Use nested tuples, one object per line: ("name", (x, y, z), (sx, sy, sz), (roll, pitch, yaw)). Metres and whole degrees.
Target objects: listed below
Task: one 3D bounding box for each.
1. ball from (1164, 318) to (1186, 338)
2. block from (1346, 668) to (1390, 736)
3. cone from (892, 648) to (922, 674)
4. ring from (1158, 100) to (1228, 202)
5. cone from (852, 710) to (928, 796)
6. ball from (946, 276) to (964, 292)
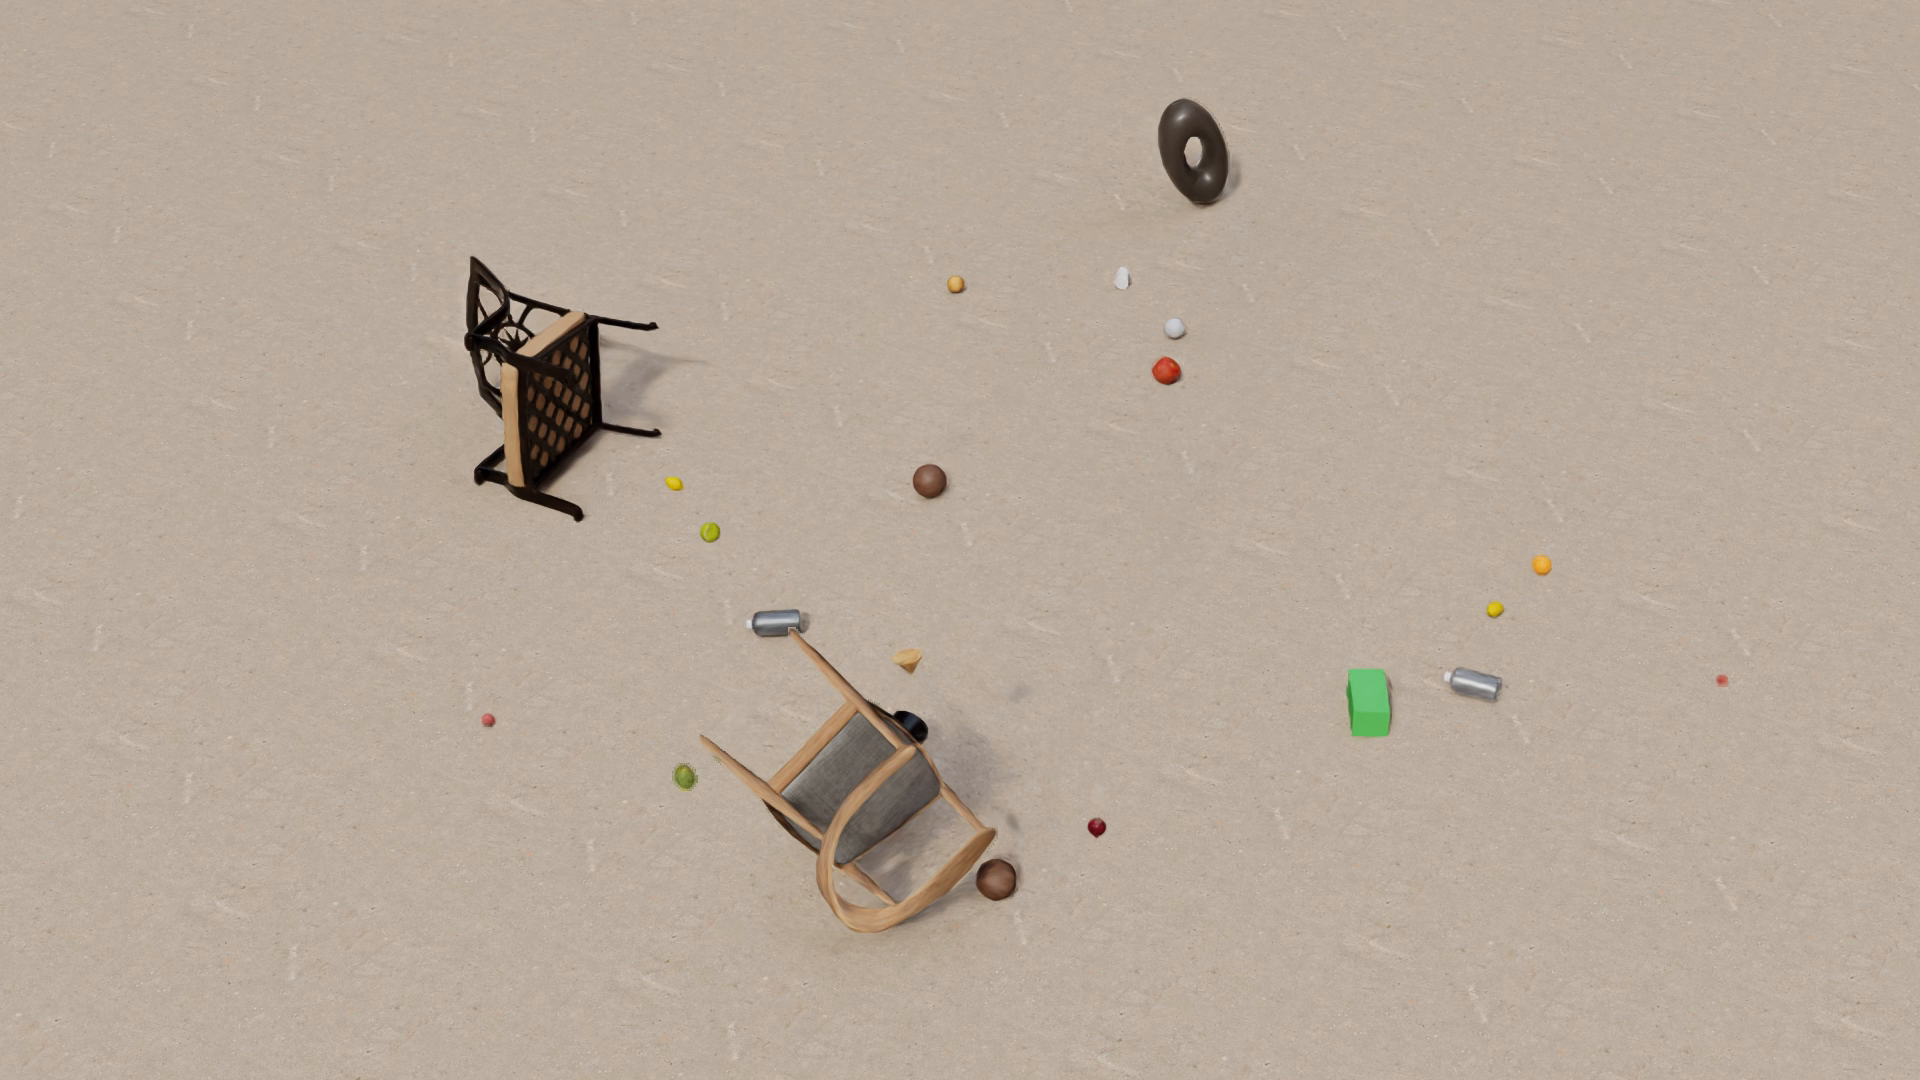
("ball", (0.893, -0.882, 12.204), (0.088, 0.088, 0.088), (0, 33, 0))
("block", (1.393, 0.554, 10.011), (0.121, 0.102, 0.249), (1, 33, 2))
("cone", (-0.151, 0.379, 8.851), (0.093, 0.065, 0.095), (-27, 30, -28))
("ring", (1.042, -1.736, 13.100), (0.291, 0.535, 0.178), (-26, 39, -5))
("cone", (-0.260, 0.735, 9.763), (0.345, 0.138, 0.162), (-49, 14, -34))
("ball", (-0.018, -1.094, 12.537), (0.076, 0.076, 0.076), (0, 33, 0))
